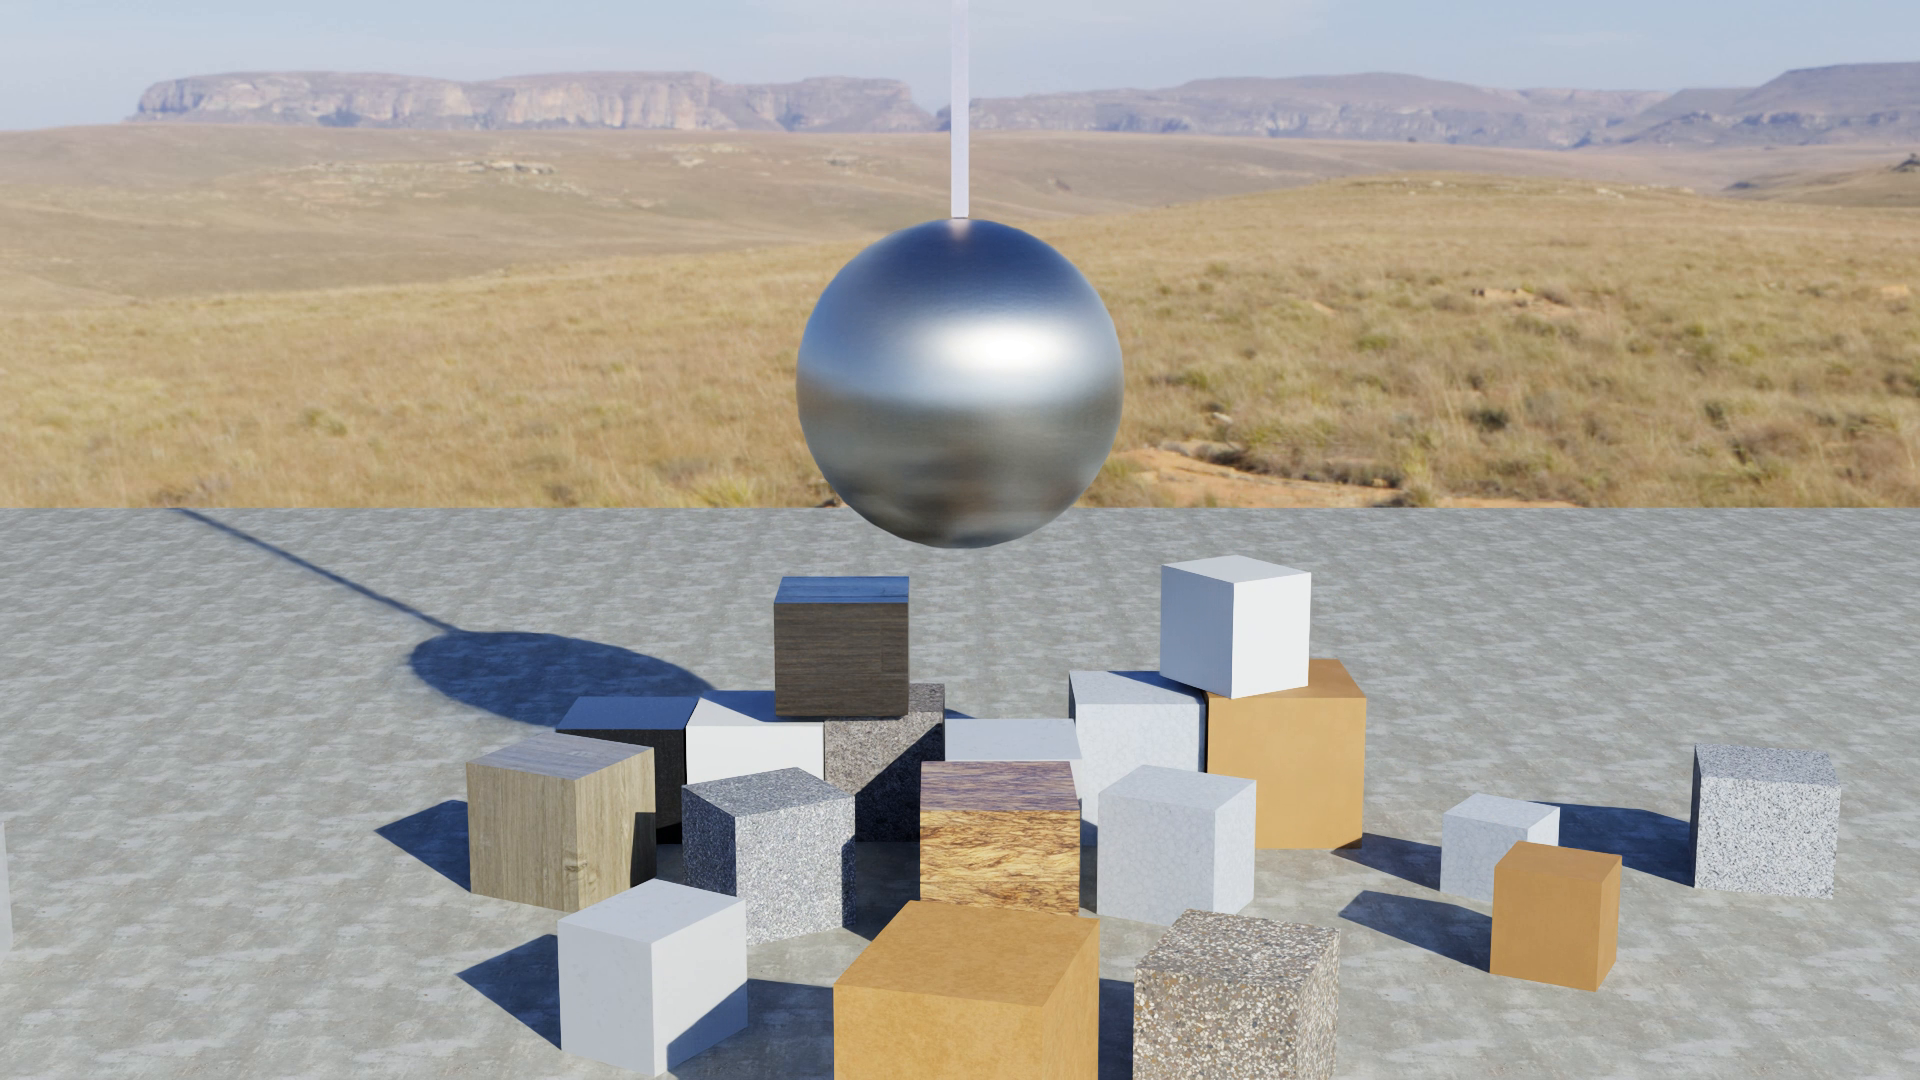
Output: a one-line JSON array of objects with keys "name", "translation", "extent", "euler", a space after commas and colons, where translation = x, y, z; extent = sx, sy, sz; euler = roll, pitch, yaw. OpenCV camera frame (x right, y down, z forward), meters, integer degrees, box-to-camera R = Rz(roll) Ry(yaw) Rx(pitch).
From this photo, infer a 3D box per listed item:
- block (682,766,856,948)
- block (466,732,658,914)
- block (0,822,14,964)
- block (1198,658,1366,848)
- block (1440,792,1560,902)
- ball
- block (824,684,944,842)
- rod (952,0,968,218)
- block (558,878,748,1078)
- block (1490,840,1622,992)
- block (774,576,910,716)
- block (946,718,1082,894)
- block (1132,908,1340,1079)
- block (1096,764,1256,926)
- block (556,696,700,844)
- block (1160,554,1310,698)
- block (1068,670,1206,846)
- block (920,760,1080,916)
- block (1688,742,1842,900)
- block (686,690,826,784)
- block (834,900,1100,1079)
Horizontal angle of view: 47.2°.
[{"name": "block", "translation": [-0.872, 1.432, 10.007], "extent": [0.593, 0.602, 0.564], "euler": [-6, 12, -31]}, {"name": "block", "translation": [-1.887, 1.331, 10.455], "extent": [0.632, 0.640, 0.614], "euler": [5, 12, 27]}, {"name": "block", "translation": [-4.406, 1.568, 9.352], "extent": [0.560, 0.568, 0.548], "euler": [-2, 10, -11]}, {"name": "block", "translation": [1.625, 1.092, 11.378], "extent": [0.780, 0.780, 0.833], "euler": [0, 10, 0]}, {"name": "block", "translation": [2.559, 1.467, 10.422], "extent": [0.414, 0.385, 0.411], "euler": [7, 13, 34]}, {"name": "ball", "translation": [0.000, -0.754, 10.657], "extent": [1.600, 1.600, 1.600], "euler": [0, 10, 0]}, {"name": "block", "translation": [-0.380, 1.143, 11.380], "extent": [0.592, 0.679, 0.594], "euler": [0, 10, 1]}, {"name": "rod", "translation": [0.000, -4.131, 10.262], "extent": [0.080, 5.200, 0.080], "euler": [0, 7, 0]}, {"name": "block", "translation": [-1.204, 1.711, 8.663], "extent": [0.470, 0.534, 0.579], "euler": [6, 12, 31]}, {"name": "block", "translation": [2.552, 1.603, 9.417], "extent": [0.446, 0.477, 0.401], "euler": [5, 12, 27]}, {"name": "block", "translation": [-0.593, 0.533, 11.235], "extent": [0.662, 0.575, 0.671], "euler": [0, 10, -1]}, {"name": "block", "translation": [0.248, 1.282, 10.675], "extent": [0.640, 0.658, 0.734], "euler": [0, 10, -1]}, {"name": "block", "translation": [1.035, 1.784, 8.180], "extent": [0.602, 0.563, 0.671], "euler": [4, 11, 22]}, {"name": "block", "translation": [1.003, 1.417, 10.159], "extent": [0.568, 0.577, 0.528], "euler": [5, 12, 27]}, {"name": "block", "translation": [-1.702, 1.183, 11.383], "extent": [0.642, 0.599, 0.652], "euler": [0, 10, 0]}, {"name": "block", "translation": [1.397, 0.432, 11.199], "extent": [0.497, 0.583, 0.578], "euler": [-7, 12, -32]}, {"name": "block", "translation": [0.902, 1.117, 11.376], "extent": [0.647, 0.732, 0.705], "euler": [0, 10, 0]}, {"name": "block", "translation": [0.167, 1.425, 9.776], "extent": [0.679, 0.698, 0.757], "euler": [0, 10, -1]}, {"name": "block", "translation": [3.872, 1.347, 10.620], "extent": [0.615, 0.550, 0.611], "euler": [3, 11, 15]}, {"name": "block", "translation": [-1.023, 1.171, 11.389], "extent": [0.681, 0.621, 0.732], "euler": [0, 10, 1]}, {"name": "block", "translation": [0.041, 1.785, 7.732], "extent": [0.721, 0.722, 0.858], "euler": [3, 11, 16]}]
